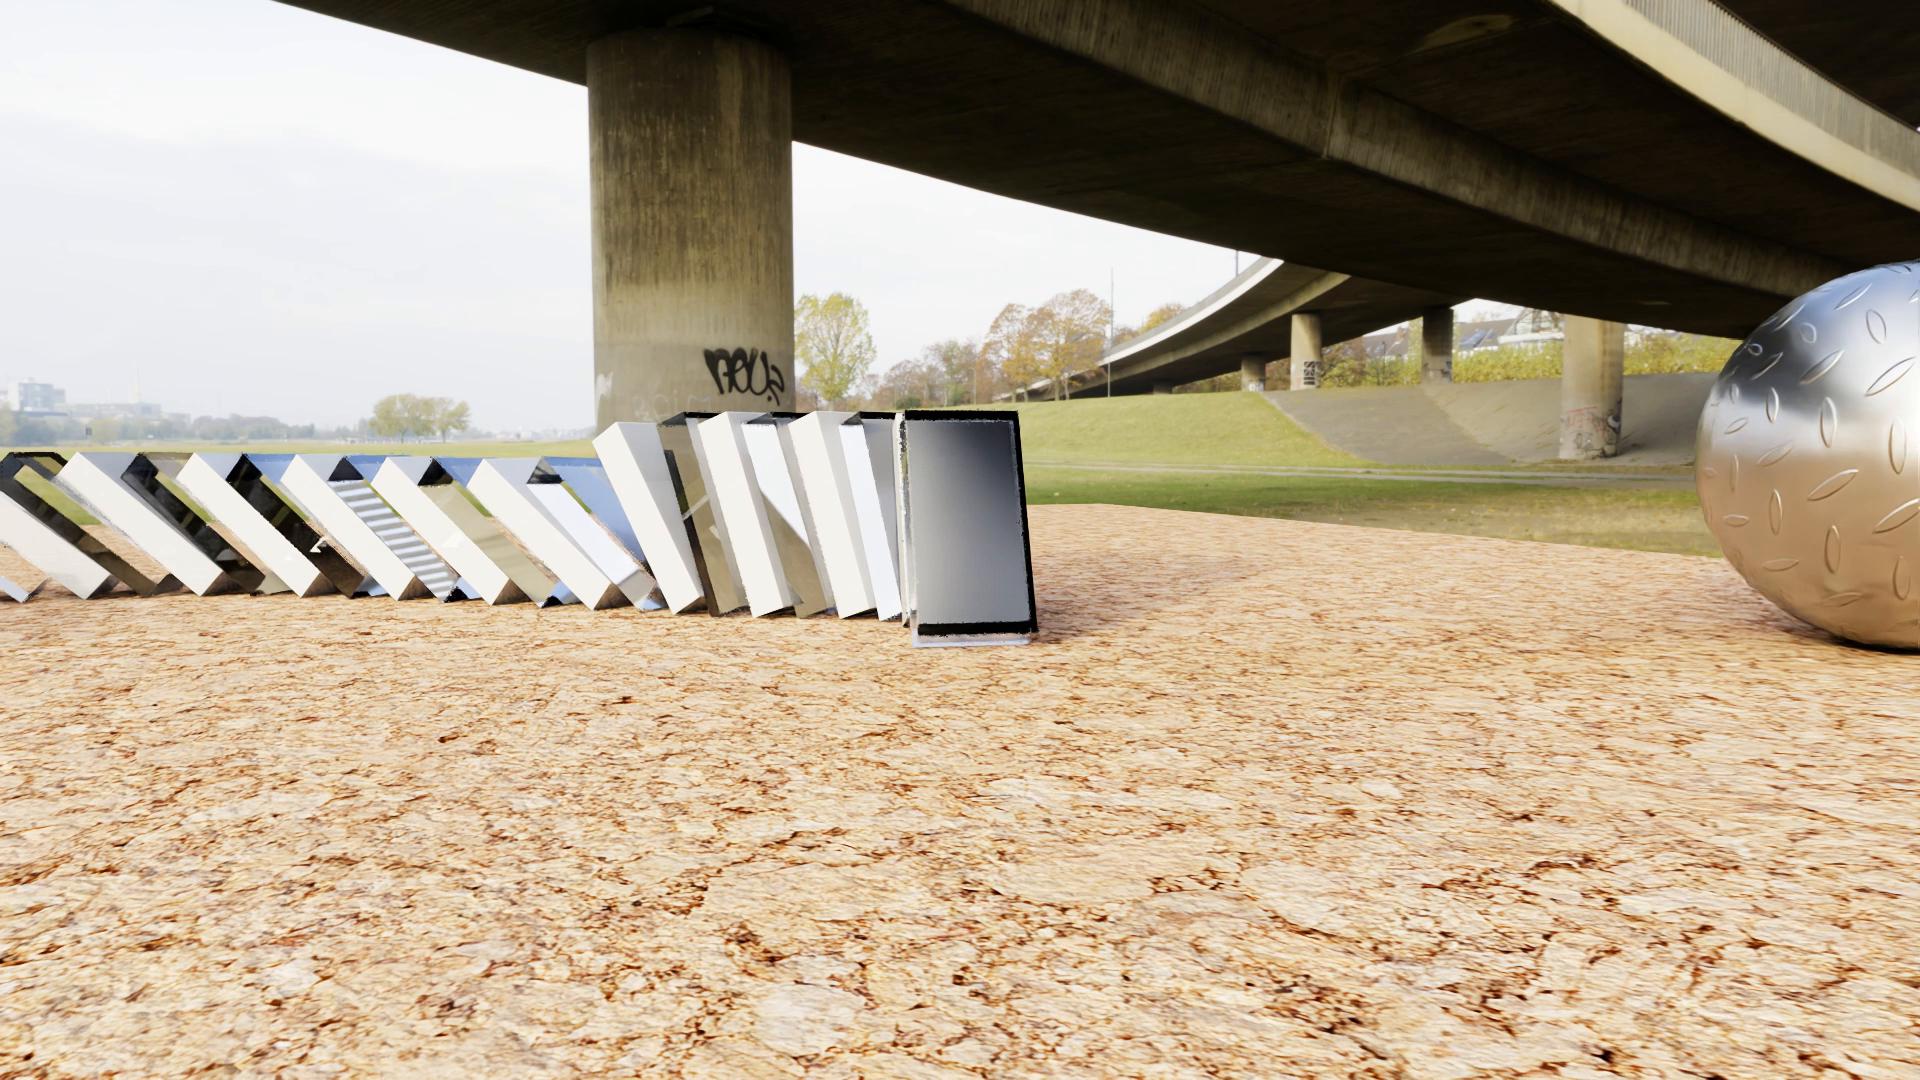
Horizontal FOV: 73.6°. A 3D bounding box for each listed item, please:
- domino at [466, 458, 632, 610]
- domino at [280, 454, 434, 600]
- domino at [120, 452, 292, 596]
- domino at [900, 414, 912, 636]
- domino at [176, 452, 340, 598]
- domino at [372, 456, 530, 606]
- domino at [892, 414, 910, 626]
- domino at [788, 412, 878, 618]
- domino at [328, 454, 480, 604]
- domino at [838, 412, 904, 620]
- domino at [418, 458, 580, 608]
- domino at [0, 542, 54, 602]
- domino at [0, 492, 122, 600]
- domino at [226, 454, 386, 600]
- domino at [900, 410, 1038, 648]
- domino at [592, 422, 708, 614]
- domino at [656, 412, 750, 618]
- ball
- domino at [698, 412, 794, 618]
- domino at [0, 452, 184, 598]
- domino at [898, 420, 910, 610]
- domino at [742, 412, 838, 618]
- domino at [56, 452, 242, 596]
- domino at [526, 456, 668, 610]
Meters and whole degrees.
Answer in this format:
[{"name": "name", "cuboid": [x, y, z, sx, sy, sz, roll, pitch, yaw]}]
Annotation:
[{"name": "domino", "cuboid": [-0.105, -0.002, 0.344, 0.050, 0.009, 0.025, 41, 17, 13]}, {"name": "domino", "cuboid": [-0.164, -0.004, 0.363, 0.050, 0.010, 0.025, 42, 15, 10]}, {"name": "domino", "cuboid": [-0.211, -0.005, 0.369, 0.050, 0.009, 0.025, 41, 6, 2]}, {"name": "domino", "cuboid": [0.001, -0.004, 0.285, 0.025, 0.050, 0.010, -1, -19, -10]}, {"name": "domino", "cuboid": [-0.195, -0.005, 0.368, 0.050, 0.010, 0.025, 42, 9, 5]}, {"name": "domino", "cuboid": [-0.135, -0.003, 0.353, 0.050, 0.009, 0.025, 42, 16, 12]}, {"name": "domino", "cuboid": [-0.002, -0.005, 0.305, 0.025, 0.050, 0.010, -1, -19, -10]}, {"name": "domino", "cuboid": [-0.025, -0.007, 0.322, 0.010, 0.050, 0.025, -20, -8, 34]}, {"name": "domino", "cuboid": [-0.149, -0.004, 0.359, 0.050, 0.010, 0.025, 42, 16, 12]}, {"name": "domino", "cuboid": [-0.012, -0.006, 0.317, 0.025, 0.050, 0.009, -3, -15, -40]}, {"name": "domino", "cuboid": [-0.120, -0.003, 0.348, 0.050, 0.010, 0.025, 41, 16, 12]}, {"name": "domino", "cuboid": [-0.271, -0.004, 0.346, 0.050, 0.009, 0.025, 44, -15, -22]}, {"name": "domino", "cuboid": [-0.257, -0.004, 0.354, 0.050, 0.009, 0.025, 43, -10, -17]}, {"name": "domino", "cuboid": [-0.180, -0.005, 0.365, 0.050, 0.009, 0.025, 41, 11, 6]}, {"name": "domino", "cuboid": [0.001, -0.003, 0.274, 0.025, 0.050, 0.009, -1, -19, -10]}, {"name": "domino", "cuboid": [-0.073, -0.006, 0.331, 0.010, 0.050, 0.025, -33, -12, 25]}, {"name": "domino", "cuboid": [-0.059, -0.007, 0.326, 0.009, 0.050, 0.025, -20, -6, 28]}, {"name": "ball", "cuboid": [0.196, -0.017, 0.262, 0.080, 0.080, 0.080, 0, 4, 0]}, {"name": "domino", "cuboid": [-0.048, -0.007, 0.325, 0.009, 0.050, 0.025, -20, -6, 28]}, {"name": "domino", "cuboid": [-0.242, -0.005, 0.361, 0.050, 0.009, 0.025, 42, -4, -11]}, {"name": "domino", "cuboid": [0.000, -0.004, 0.295, 0.025, 0.050, 0.009, -1, -19, -10]}, {"name": "domino", "cuboid": [-0.037, -0.007, 0.324, 0.009, 0.050, 0.025, -20, -6, 28]}, {"name": "domino", "cuboid": [-0.227, -0.005, 0.366, 0.050, 0.010, 0.025, 41, 1, -4]}, {"name": "domino", "cuboid": [-0.089, -0.003, 0.340, 0.050, 0.010, 0.025, 43, 20, 20]}]
